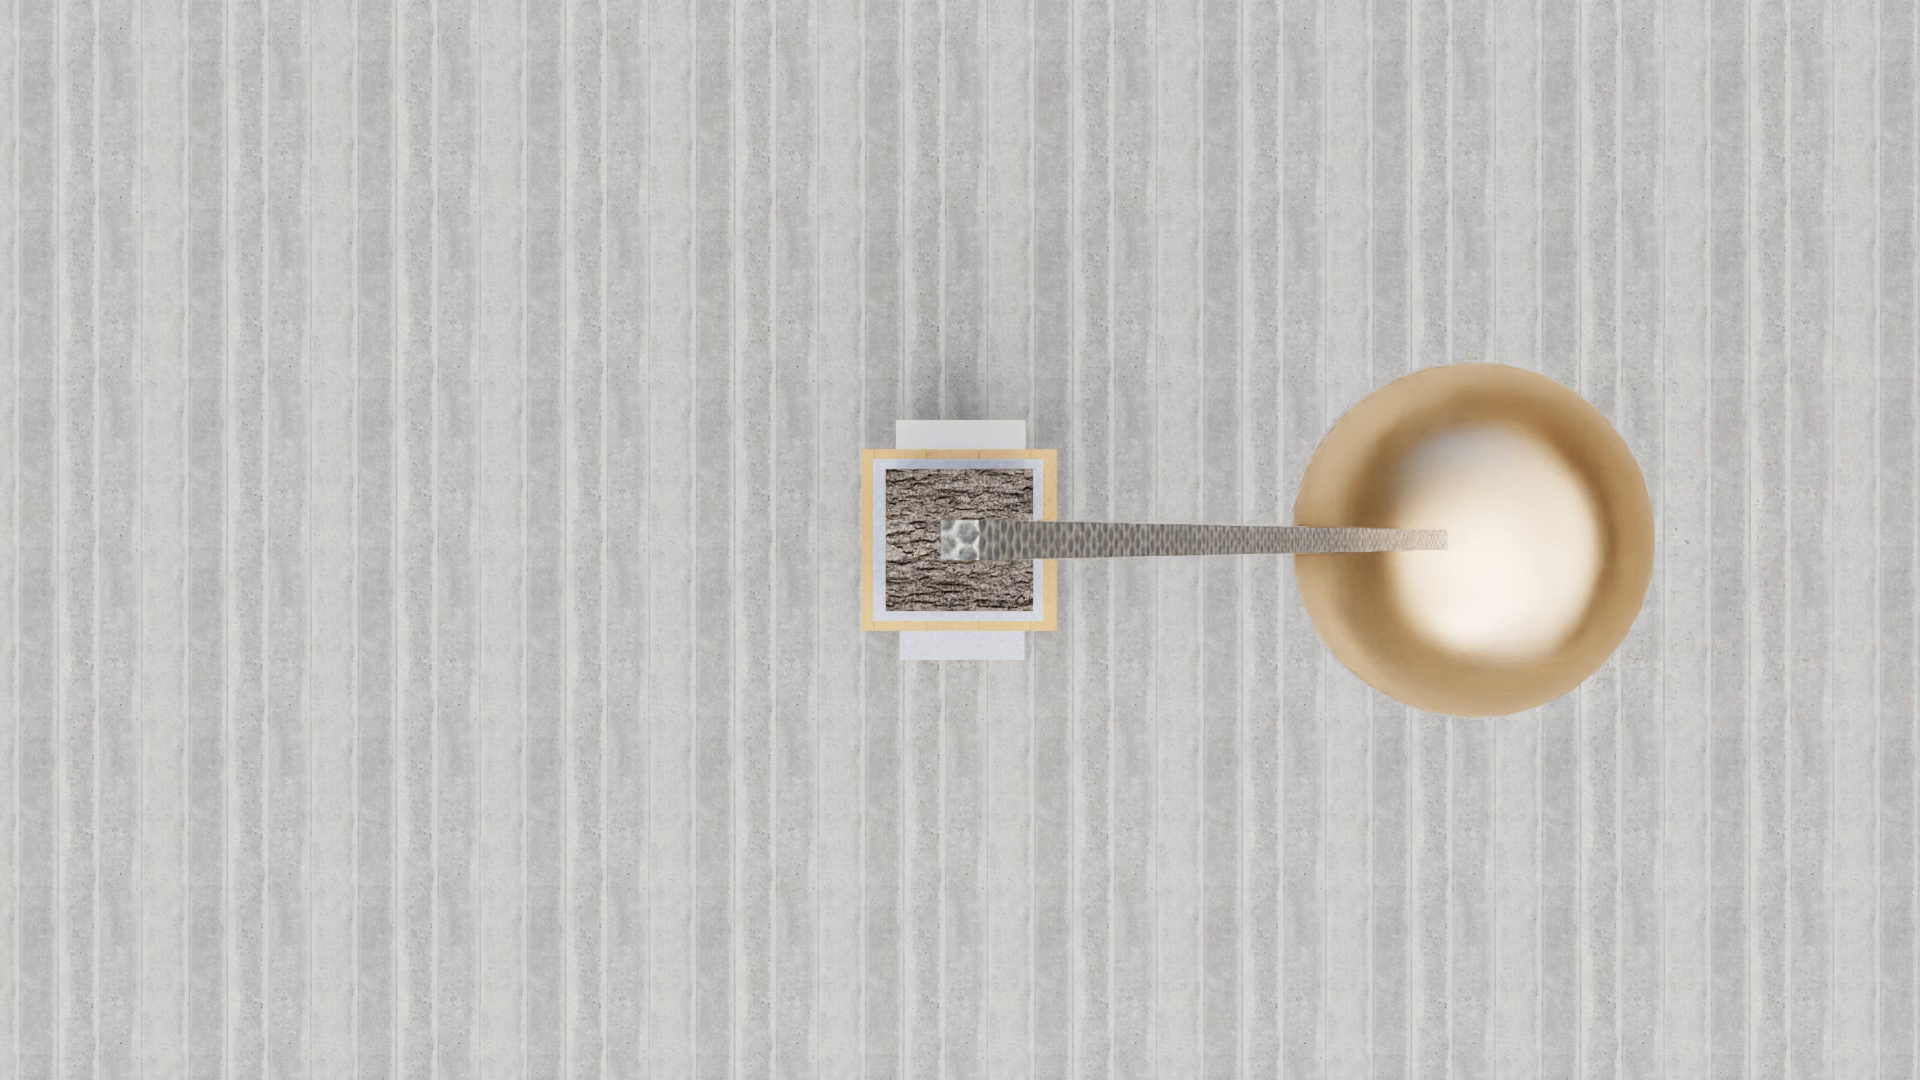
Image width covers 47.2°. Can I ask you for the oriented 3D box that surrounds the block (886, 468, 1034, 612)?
[{"bbox_3d":[-0.002,0.000,8.909,0.577,0.647,0.556,0,90,0],"label":"block"}]

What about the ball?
[{"bbox_3d":[2.295,0.000,9.895,1.600,1.600,1.600,0,90,0],"label":"ball"}]

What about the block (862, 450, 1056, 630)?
[{"bbox_3d":[-0.003,0.000,11.015,0.936,0.953,0.870,0,90,0],"label":"block"}]

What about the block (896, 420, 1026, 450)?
[{"bbox_3d":[0.004,-0.323,12.644,0.723,0.713,0.695,0,90,0],"label":"block"}]

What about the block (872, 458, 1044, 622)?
[{"bbox_3d":[-0.008,0.000,9.619,0.714,0.772,0.681,0,90,0],"label":"block"}]

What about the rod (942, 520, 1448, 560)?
[{"bbox_3d":[0.994,0.000,6.754,0.080,5.200,0.080,0,90,22],"label":"rod"}]

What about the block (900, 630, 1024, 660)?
[{"bbox_3d":[0.012,0.352,12.648,0.697,0.703,0.636,0,90,0],"label":"block"}]
